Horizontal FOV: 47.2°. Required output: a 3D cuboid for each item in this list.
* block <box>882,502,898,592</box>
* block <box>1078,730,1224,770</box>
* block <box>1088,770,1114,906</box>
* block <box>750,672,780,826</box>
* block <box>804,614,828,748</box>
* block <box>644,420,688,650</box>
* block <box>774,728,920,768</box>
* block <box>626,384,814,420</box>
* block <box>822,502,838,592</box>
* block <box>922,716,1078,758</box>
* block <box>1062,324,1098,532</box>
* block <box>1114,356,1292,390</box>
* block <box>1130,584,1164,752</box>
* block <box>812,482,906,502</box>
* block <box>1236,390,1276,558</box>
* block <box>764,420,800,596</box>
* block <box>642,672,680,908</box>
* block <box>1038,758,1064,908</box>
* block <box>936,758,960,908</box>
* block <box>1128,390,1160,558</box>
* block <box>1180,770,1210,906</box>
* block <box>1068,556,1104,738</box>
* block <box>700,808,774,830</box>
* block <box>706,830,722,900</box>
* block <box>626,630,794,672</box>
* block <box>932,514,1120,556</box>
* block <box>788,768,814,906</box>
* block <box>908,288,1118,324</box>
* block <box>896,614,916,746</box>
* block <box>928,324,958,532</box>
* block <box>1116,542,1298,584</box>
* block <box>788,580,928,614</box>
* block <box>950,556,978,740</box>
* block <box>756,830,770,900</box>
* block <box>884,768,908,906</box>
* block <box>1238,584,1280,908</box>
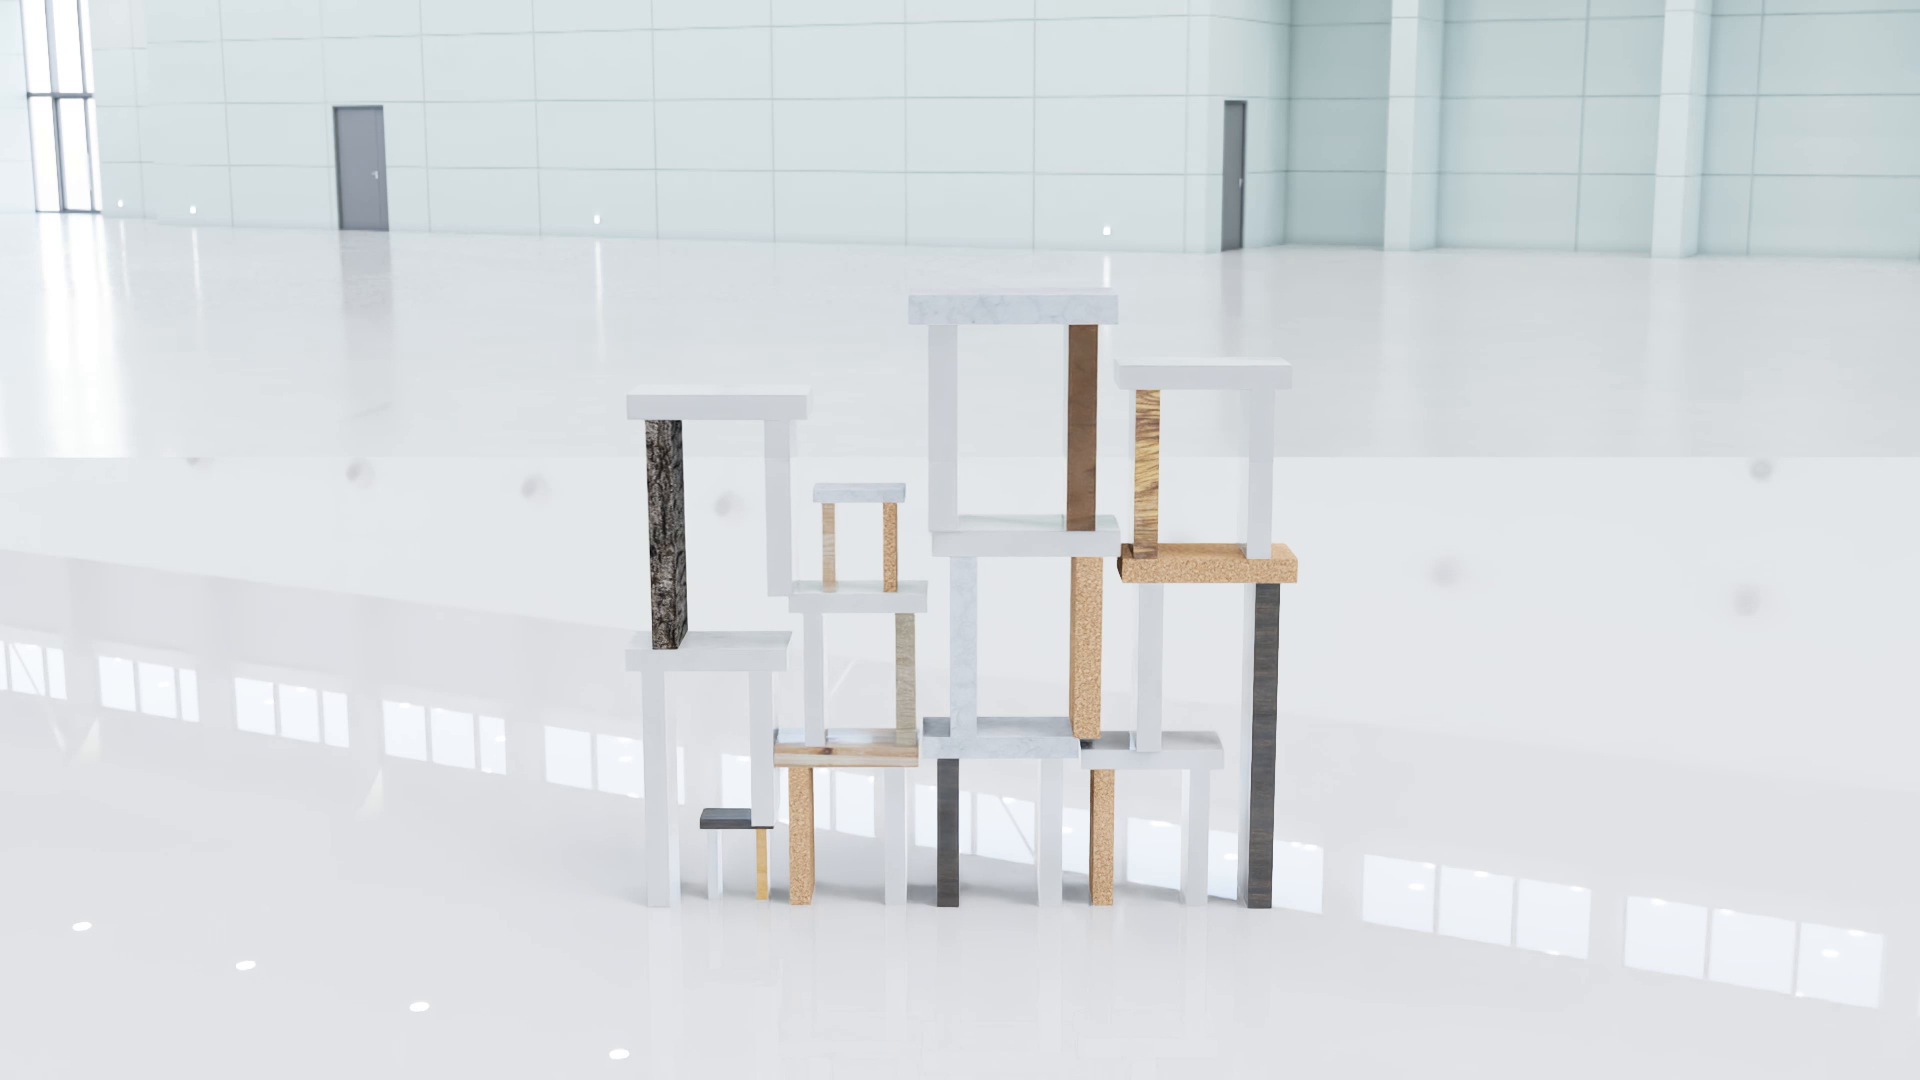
[{"bbox_3d":[-0.113,0.006,3.556,0.021,0.146,0.073,0,11,0],"label":"block"},{"bbox_3d":[0.312,0.346,3.623,0.232,0.033,0.116,0,11,0],"label":"block"},{"bbox_3d":[0.235,0.476,3.648,0.033,0.232,0.116,0,11,0],"label":"block"},{"bbox_3d":[-0.321,0.326,3.619,0.037,0.259,0.130,0,11,0],"label":"block"},{"bbox_3d":[-0.236,0.217,3.602,0.031,0.222,0.111,0,11,0],"label":"block"},{"bbox_3d":[-0.474,-0.019,3.557,0.040,0.370,0.141,0,11,0],"label":"block"},{"bbox_3d":[-0.185,0.342,3.626,0.235,0.033,0.117,0,11,0],"label":"block"},{"bbox_3d":[-0.381,-0.221,3.518,0.283,0.040,0.141,0,11,0],"label":"block"},{"bbox_3d":[-0.210,0.006,3.556,0.021,0.146,0.073,0,11,0],"label":"block"},{"bbox_3d":[0.065,0.324,3.617,0.253,0.036,0.126,0,11,-1],"label":"block"},{"bbox_3d":[0.191,-0.189,3.522,0.046,0.326,0.163,0,11,0],"label":"block"},{"bbox_3d":[0.385,-0.266,3.507,0.270,0.038,0.135,0,11,0],"label":"block"},{"bbox_3d":[0.305,0.193,3.593,0.039,0.278,0.139,0,11,0],"label":"block"},{"bbox_3d":[-0.161,-0.076,3.542,0.146,0.021,0.073,0,11,1],"label":"block"},{"bbox_3d":[0.475,-0.115,3.534,0.038,0.270,0.135,0,11,0],"label":"block"},{"bbox_3d":[-0.287,-0.062,3.548,0.040,0.283,0.141,0,11,0],"label":"block"},{"bbox_3d":[-0.494,0.395,3.632,0.037,0.398,0.130,0,11,0],"label":"block"},{"bbox_3d":[0.149,0.466,3.644,0.036,0.253,0.126,0,11,0],"label":"block"},{"bbox_3d":[-0.020,0.466,3.644,0.036,0.253,0.126,0,11,0],"label":"block"},{"bbox_3d":[0.295,-0.115,3.534,0.038,0.270,0.135,0,11,0],"label":"block"},{"bbox_3d":[0.390,0.476,3.648,0.033,0.232,0.116,0,11,0],"label":"block"},{"bbox_3d":[0.205,0.160,3.587,0.042,0.299,0.149,0,11,-1],"label":"block"},{"bbox_3d":[-0.368,0.462,3.647,0.121,0.017,0.061,0,11,0],"label":"block"},{"bbox_3d":[-0.408,0.530,3.659,0.017,0.122,0.061,0,11,0],"label":"block"},{"bbox_3d":[-0.407,0.181,3.592,0.259,0.037,0.130,0,11,0],"label":"block"},{"bbox_3d":[0.105,-0.008,3.554,0.299,0.042,0.149,0,11,0],"label":"block"},{"bbox_3d":[-0.263,0.474,3.650,0.033,0.235,0.117,0,10,0],"label":"block"},{"bbox_3d":[0.083,-0.372,3.488,0.326,0.046,0.163,0,11,0],"label":"block"},{"bbox_3d":[-0.088,0.216,3.604,0.031,0.222,0.111,0,11,0],"label":"block"},{"bbox_3d":[-0.026,-0.189,3.522,0.046,0.326,0.163,0,11,0],"label":"block"},{"bbox_3d":[0.398,0.037,3.564,0.278,0.039,0.139,0,11,0],"label":"block"},{"bbox_3d":[-0.163,0.092,3.579,0.222,0.031,0.111,0,11,0],"label":"block"},{"bbox_3d":[0.005,0.160,3.585,0.042,0.299,0.149,0,11,-1],"label":"block"},{"bbox_3d":[-0.327,0.530,3.659,0.017,0.121,0.061,0,10,0],"label":"block"},{"bbox_3d":[-0.106,0.474,3.650,0.033,0.235,0.117,0,11,0],"label":"block"},{"bbox_3d":[0.490,0.323,3.617,0.039,0.543,0.139,0,11,0],"label":"block"}]
